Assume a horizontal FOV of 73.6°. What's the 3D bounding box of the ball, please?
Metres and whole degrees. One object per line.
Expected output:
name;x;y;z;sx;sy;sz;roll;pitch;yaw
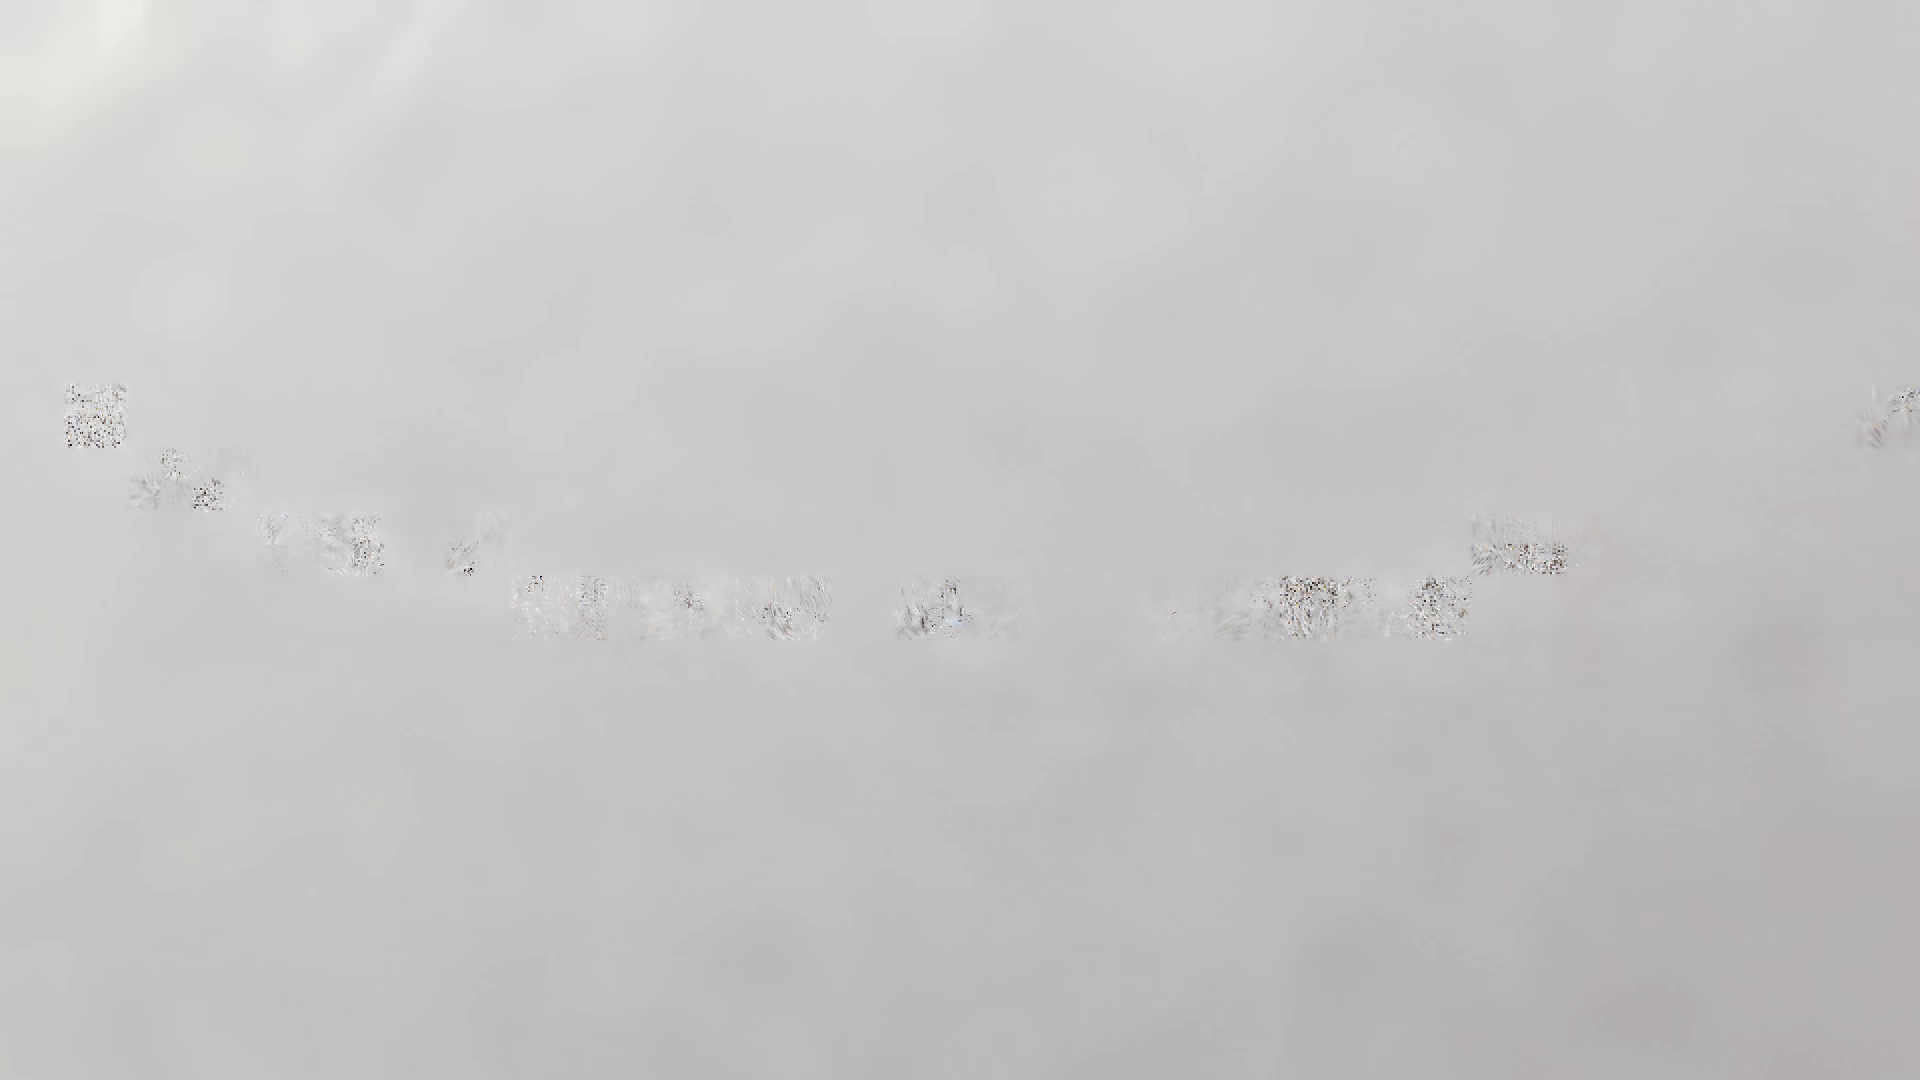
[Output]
ball;0.000;-0.002;0.055;0.080;0.080;0.080;0;4;0
